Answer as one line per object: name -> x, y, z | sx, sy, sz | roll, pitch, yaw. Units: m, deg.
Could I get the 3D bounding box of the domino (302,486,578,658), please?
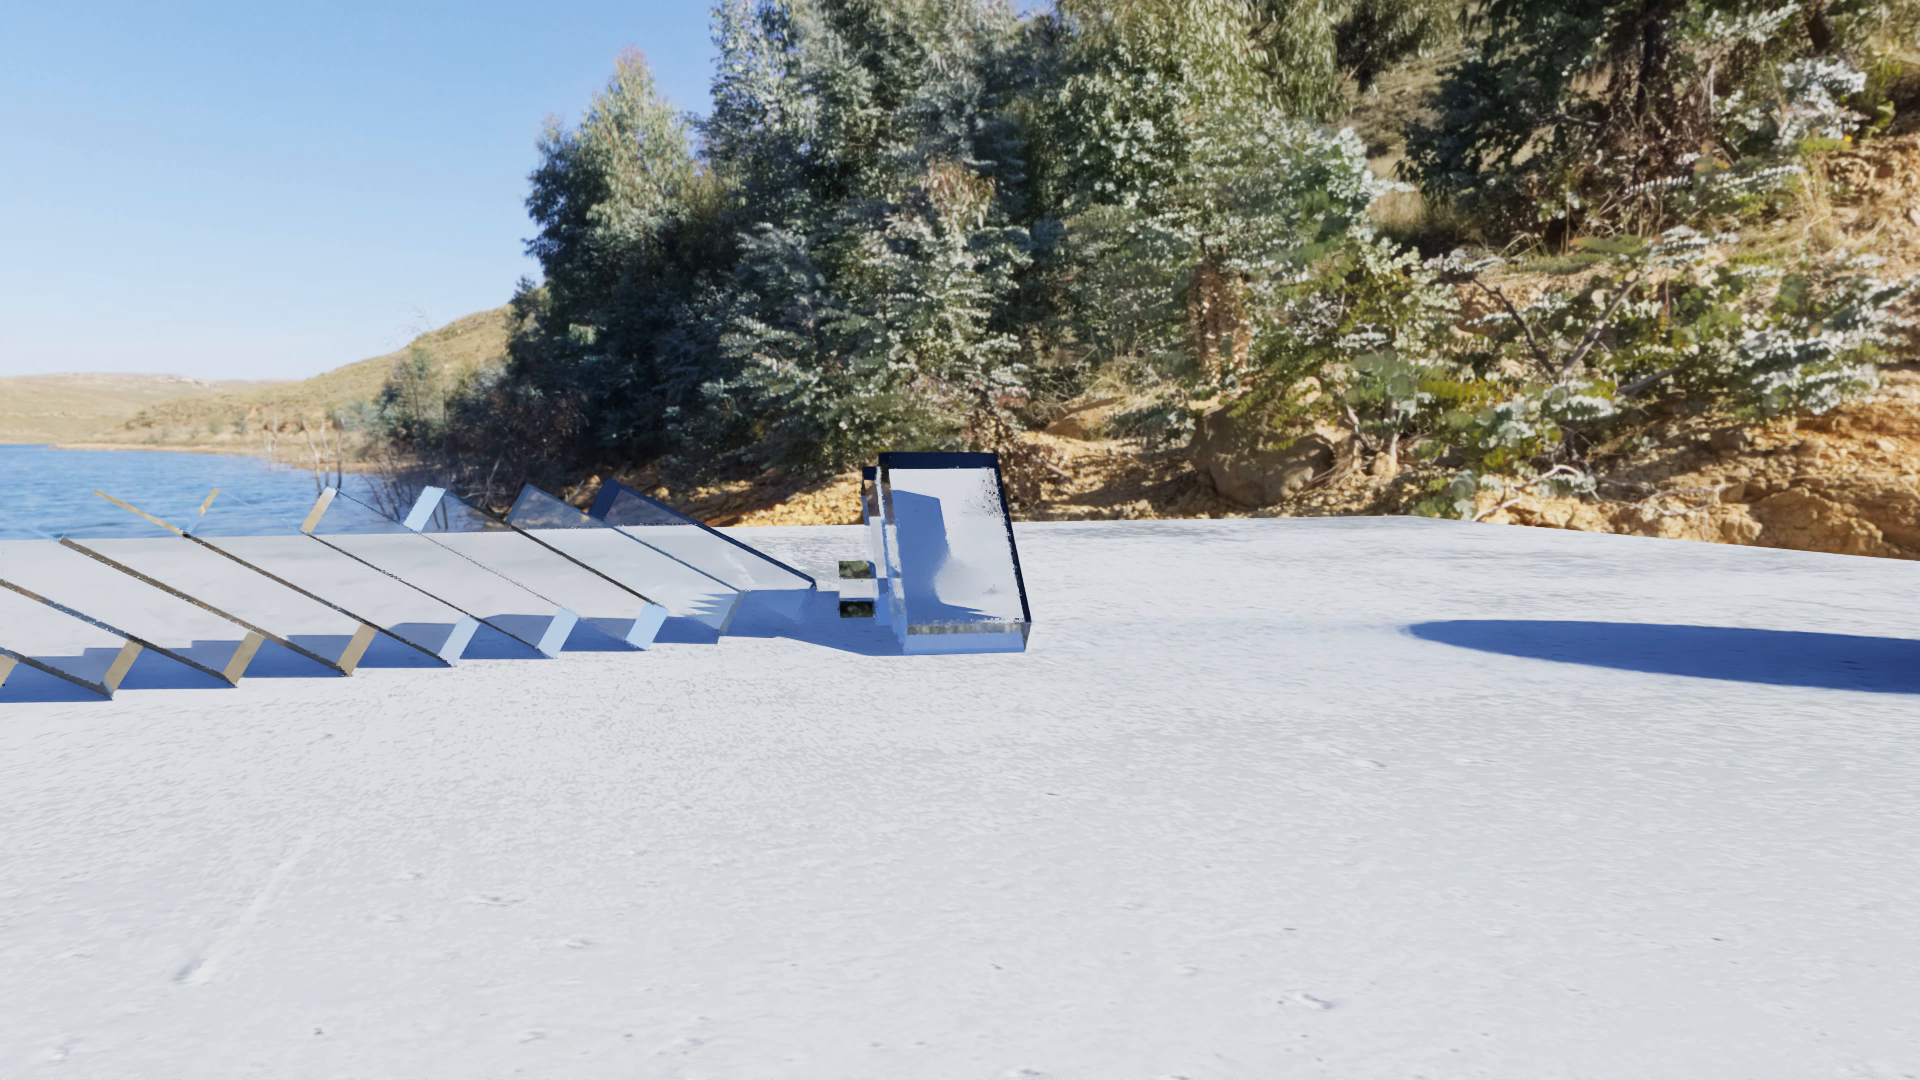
domino -> -0.103, 0.006, 0.254 | 0.050, 0.009, 0.025 | 33, -13, -28

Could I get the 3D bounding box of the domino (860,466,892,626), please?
domino -> -0.010, 0.000, 0.319 | 0.025, 0.009, 0.050 | -1, 40, -9

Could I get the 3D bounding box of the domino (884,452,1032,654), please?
domino -> -0.002, 0.002, 0.275 | 0.025, 0.009, 0.050 | -1, 46, -9

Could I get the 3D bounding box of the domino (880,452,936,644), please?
domino -> -0.003, 0.001, 0.289 | 0.025, 0.009, 0.050 | -1, 46, -9

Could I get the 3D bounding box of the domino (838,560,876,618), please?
domino -> -0.019, 0.012, 0.340 | 0.025, 0.009, 0.050 | 0, 4, -6

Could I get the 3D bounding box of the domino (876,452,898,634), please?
domino -> -0.005, 0.000, 0.303 | 0.025, 0.009, 0.050 | -1, 46, -9

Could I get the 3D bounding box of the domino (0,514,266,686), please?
domino -> -0.149, 0.009, 0.221 | 0.050, 0.009, 0.025 | 35, -18, -33

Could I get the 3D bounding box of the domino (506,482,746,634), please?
domino -> -0.072, 0.004, 0.278 | 0.050, 0.009, 0.025 | 28, -9, -13

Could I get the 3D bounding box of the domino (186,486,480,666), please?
domino -> -0.119, 0.007, 0.244 | 0.050, 0.009, 0.025 | 34, -14, -29

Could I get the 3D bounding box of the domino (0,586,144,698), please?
domino -> -0.163, 0.009, 0.209 | 0.050, 0.009, 0.025 | 36, -20, -35

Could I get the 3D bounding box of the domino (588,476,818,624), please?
domino -> -0.057, 0.003, 0.290 | 0.050, 0.009, 0.025 | 26, -9, -1

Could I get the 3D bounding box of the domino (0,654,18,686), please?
domino -> -0.175, 0.011, 0.194 | 0.025, 0.009, 0.050 | 4, -26, 42

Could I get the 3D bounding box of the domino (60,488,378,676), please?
domino -> -0.134, 0.008, 0.234 | 0.050, 0.009, 0.025 | 35, -15, -30

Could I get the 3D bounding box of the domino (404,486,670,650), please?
domino -> -0.087, 0.006, 0.264 | 0.050, 0.009, 0.025 | 33, -13, -28
